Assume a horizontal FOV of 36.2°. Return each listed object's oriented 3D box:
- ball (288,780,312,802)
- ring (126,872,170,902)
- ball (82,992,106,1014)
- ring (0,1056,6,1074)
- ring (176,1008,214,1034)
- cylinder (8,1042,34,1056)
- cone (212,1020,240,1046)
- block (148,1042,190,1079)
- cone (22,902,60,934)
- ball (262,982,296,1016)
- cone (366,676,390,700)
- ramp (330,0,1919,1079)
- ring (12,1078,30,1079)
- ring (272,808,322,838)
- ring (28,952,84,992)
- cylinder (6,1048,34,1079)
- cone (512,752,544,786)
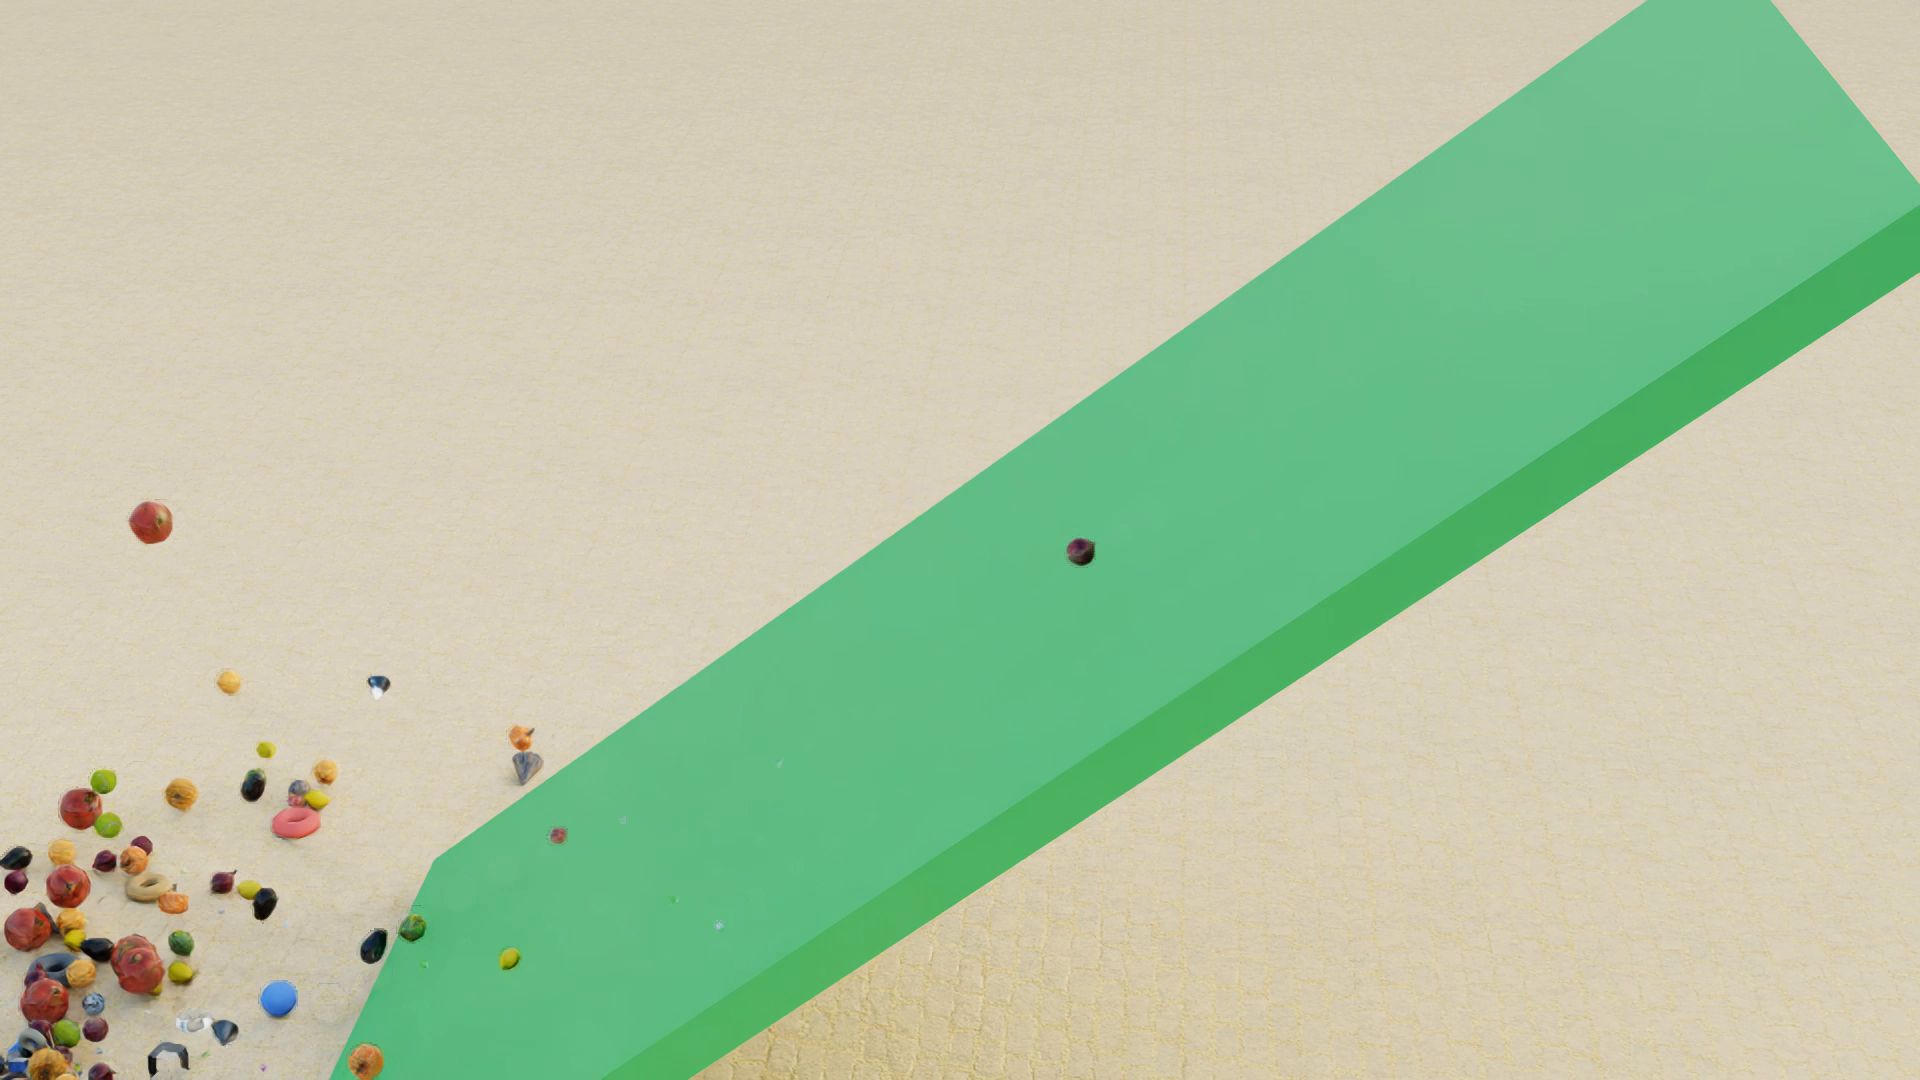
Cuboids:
[{"bbox_3d":[-1.858,0.706,8.278,0.066,0.066,0.066,0,23,0],"label":"ball"},{"bbox_3d":[-2.155,0.921,7.812,0.114,0.038,0.114,1,24,0],"label":"ring"},{"bbox_3d":[-2.139,1.146,7.265,0.054,0.054,0.054,0,23,0],"label":"ball"},{"bbox_3d":[-2.333,1.259,7.023,0.104,0.035,0.104,-3,24,1],"label":"ring"},{"bbox_3d":[-1.878,1.179,7.218,0.090,0.030,0.090,0,23,0],"label":"ring"},{"bbox_3d":[-2.253,1.230,7.071,0.052,0.052,0.052,5,24,12],"label":"cylinder"},{"bbox_3d":[-1.775,1.203,7.091,0.067,0.067,0.067,-3,21,-7],"label":"cone"},{"bbox_3d":[-1.888,1.246,7.014,0.067,0.067,0.067,7,24,17],"label":"block"},{"bbox_3d":[-2.365,1.000,7.619,0.091,0.091,0.091,30,28,4],"label":"cone"},{"bbox_3d":[-1.681,1.132,7.256,0.085,0.085,0.085,0,23,0],"label":"ball"},{"bbox_3d":[-1.761,0.459,8.897,0.072,0.072,0.072,-2,55,-6],"label":"cone"},{"bbox_3d":[0.125,0.182,6.331,4.000,0.100,2.000,-35,16,17],"label":"ramp"},{"bbox_3d":[-2.175,1.305,6.854,0.131,0.044,0.131,28,19,-10],"label":"ring"},{"bbox_3d":[-1.834,0.781,8.130,0.135,0.045,0.135,0,22,0],"label":"ring"},{"bbox_3d":[-2.278,1.088,7.410,0.141,0.047,0.141,0,25,0],"label":"ring"},{"bbox_3d":[-2.238,1.253,7.006,0.059,0.059,0.059,0,23,0],"label":"cylinder"},{"bbox_3d":[-1.242,0.668,8.399,0.091,0.091,0.091,1,50,3],"label":"cone"}]
